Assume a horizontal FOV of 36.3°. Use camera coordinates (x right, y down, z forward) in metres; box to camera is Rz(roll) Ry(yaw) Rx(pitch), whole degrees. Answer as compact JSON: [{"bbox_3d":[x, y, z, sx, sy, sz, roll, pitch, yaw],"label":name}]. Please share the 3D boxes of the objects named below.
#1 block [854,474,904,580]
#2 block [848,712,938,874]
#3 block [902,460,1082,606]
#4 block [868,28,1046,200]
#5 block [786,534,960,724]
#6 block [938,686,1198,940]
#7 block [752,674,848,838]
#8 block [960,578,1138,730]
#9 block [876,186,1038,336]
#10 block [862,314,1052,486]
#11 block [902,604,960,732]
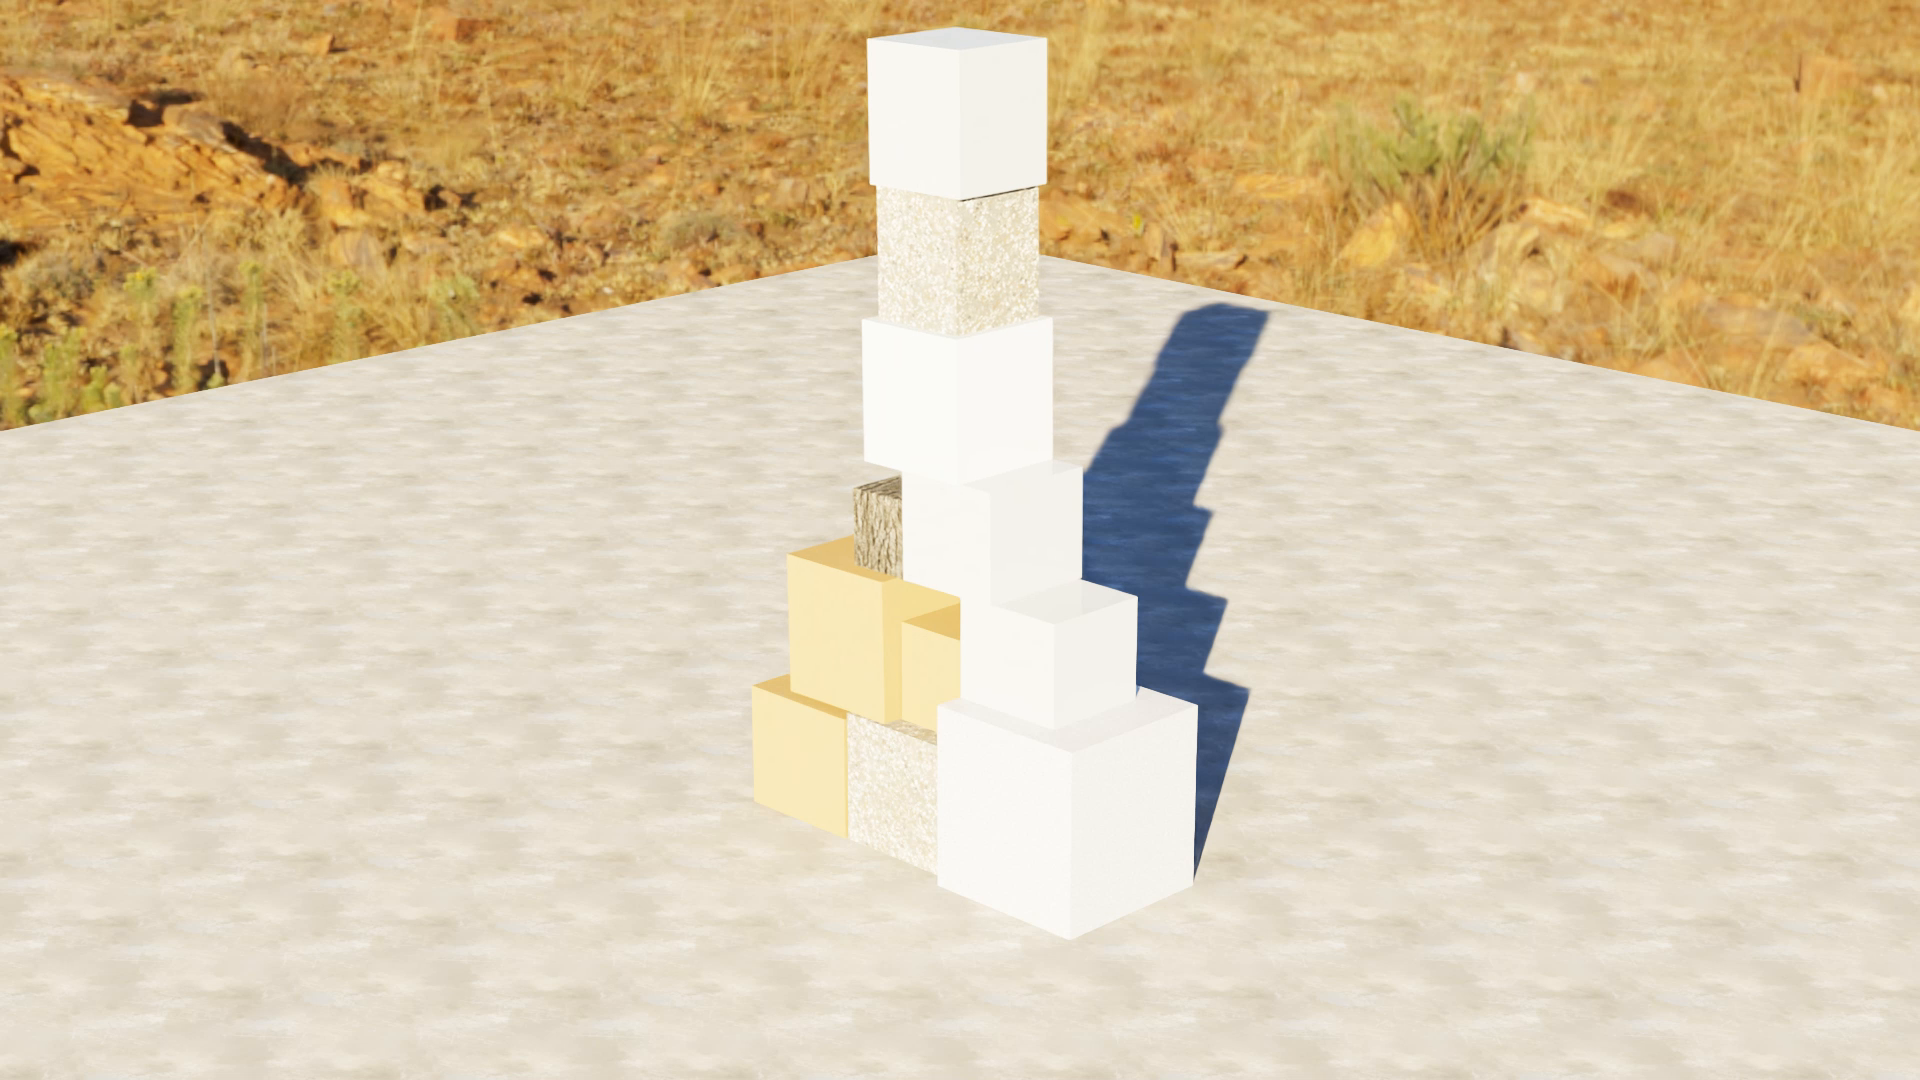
[{"bbox_3d":[-0.195,-0.071,13.552,0.440,0.372,0.393,-17,23,-42],"label":"block"},{"bbox_3d":[-0.055,1.109,13.757,0.662,0.634,0.669,-17,24,-42],"label":"block"},{"bbox_3d":[0.146,-0.074,13.176,0.587,0.520,0.552,-17,23,-42],"label":"block"},{"bbox_3d":[-0.010,-1.867,12.779,0.538,0.634,0.560,-17,23,-42],"label":"block"},{"bbox_3d":[-0.356,0.389,13.859,0.634,0.682,0.647,-17,23,-42],"label":"block"},{"bbox_3d":[0.479,1.154,13.213,0.822,0.875,0.820,-17,24,-42],"label":"block"},{"bbox_3d":[-0.525,0.982,14.219,0.698,0.601,0.652,-17,24,-42],"label":"block"},{"bbox_3d":[0.395,0.480,13.090,0.536,0.487,0.571,-17,24,-42],"label":"block"},{"bbox_3d":[-0.007,-1.275,12.957,0.515,0.602,0.489,-17,23,-42],"label":"block"},{"bbox_3d":[-0.009,-0.673,13.134,0.606,0.652,0.591,-17,23,-42],"label":"block"},{"bbox_3d":[0.034,0.604,13.510,0.419,0.479,0.435,-17,24,-42],"label":"block"}]
